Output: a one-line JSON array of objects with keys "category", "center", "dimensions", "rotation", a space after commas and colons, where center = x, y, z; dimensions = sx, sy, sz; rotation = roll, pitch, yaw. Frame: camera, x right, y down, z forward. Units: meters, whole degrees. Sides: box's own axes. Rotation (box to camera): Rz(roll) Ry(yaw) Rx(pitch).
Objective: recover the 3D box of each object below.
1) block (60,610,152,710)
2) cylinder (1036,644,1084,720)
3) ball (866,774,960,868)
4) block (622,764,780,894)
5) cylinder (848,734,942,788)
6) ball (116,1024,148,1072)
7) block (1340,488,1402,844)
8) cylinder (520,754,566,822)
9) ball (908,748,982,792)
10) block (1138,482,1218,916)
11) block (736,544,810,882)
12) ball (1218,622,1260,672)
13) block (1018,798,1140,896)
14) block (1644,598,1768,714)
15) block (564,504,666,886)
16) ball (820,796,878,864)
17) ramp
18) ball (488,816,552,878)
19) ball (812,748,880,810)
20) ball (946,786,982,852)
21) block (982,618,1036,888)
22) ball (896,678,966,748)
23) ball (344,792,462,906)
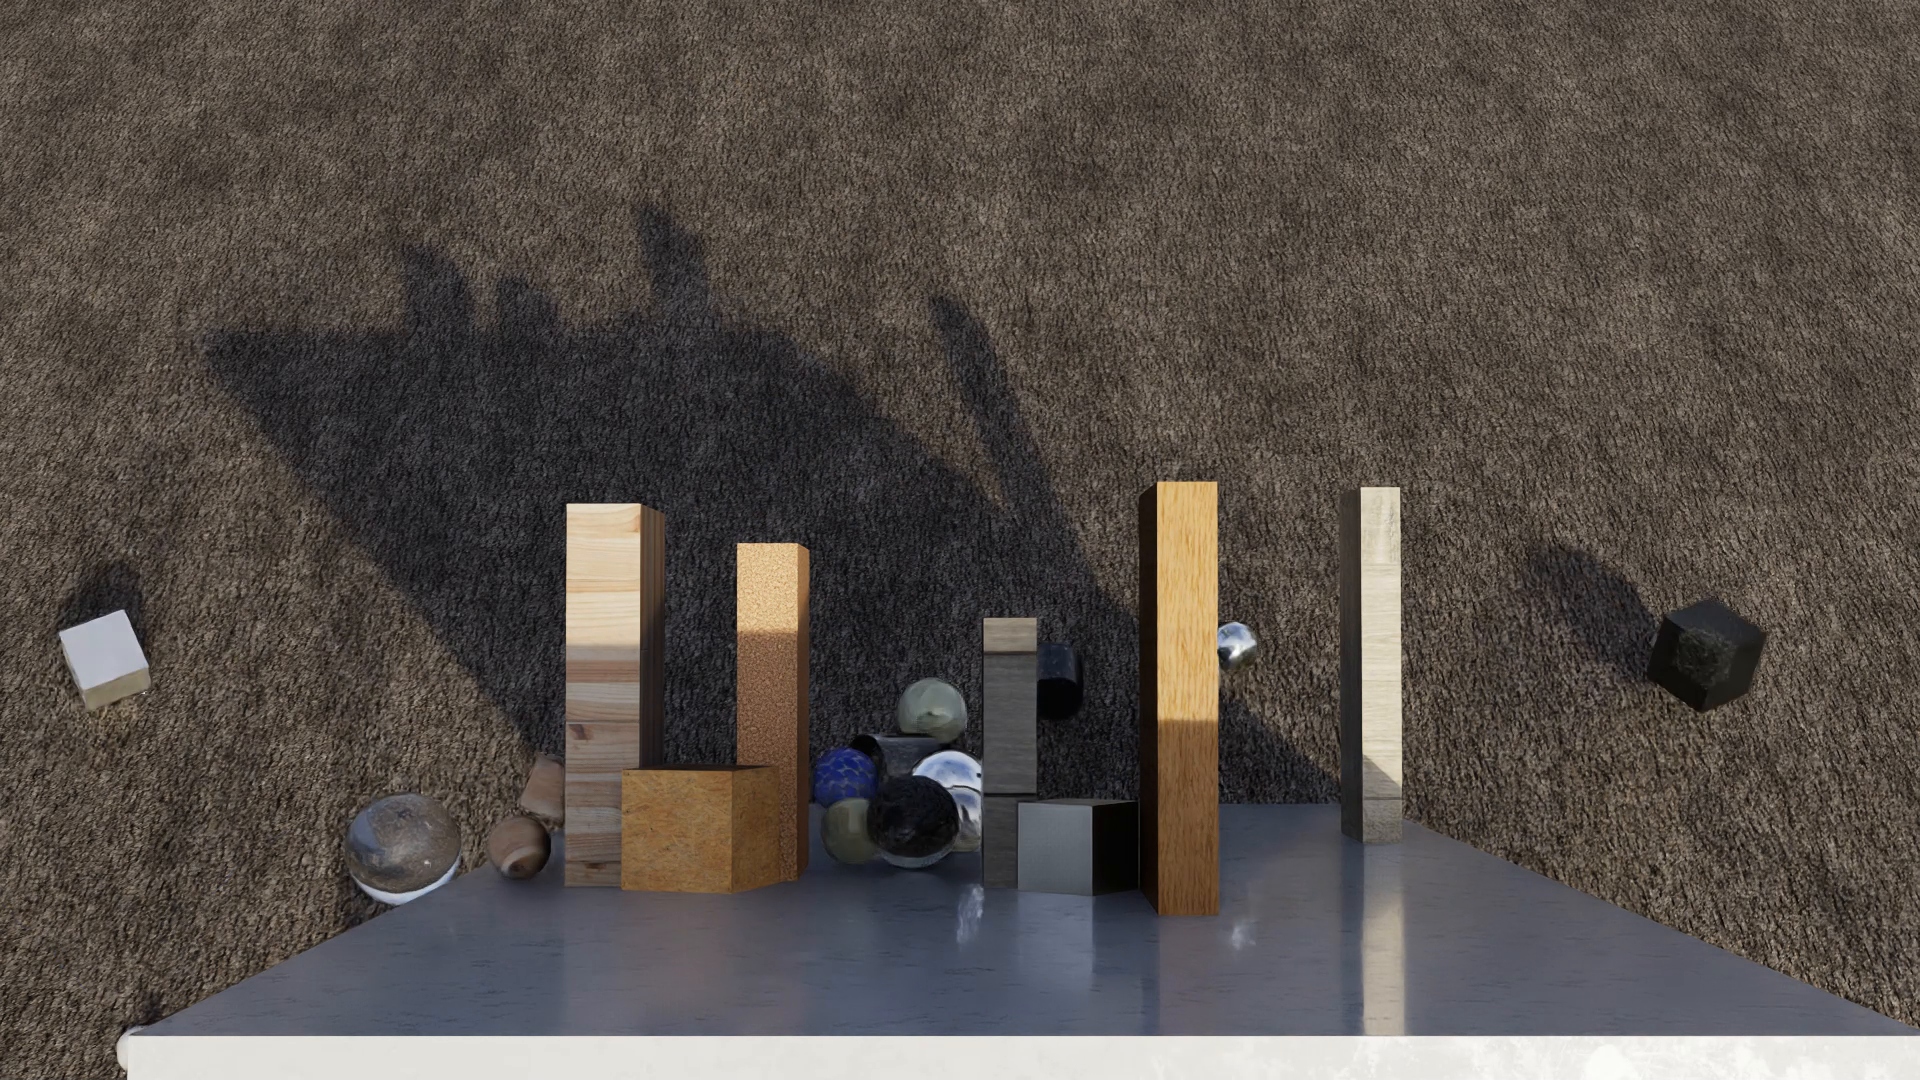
[{"category": "block", "center": [-2.378, 0.335, 7.235], "dimensions": [0.182, 0.182, 0.182], "rotation": [-22, 75, -22]}, {"category": "cylinder", "center": [0.266, 0.397, 7.276], "dimensions": [0.155, 0.155, 0.155], "rotation": [1, 34, 1]}, {"category": "ball", "center": [-0.090, 0.537, 4.956], "dimensions": [0.179, 0.179, 0.179], "rotation": [0, 36, 0]}, {"category": "block", "center": [-0.458, 0.509, 4.608], "dimensions": [0.210, 0.210, 0.210], "rotation": [-1, -2, 19]}, {"category": "cylinder", "center": [-0.169, 0.598, 6.743], "dimensions": [0.190, 0.190, 0.190], "rotation": [2, 29, -38]}, {"category": "ball", "center": [-1.947, 1.215, 6.191], "dimensions": [0.119, 0.119, 0.119], "rotation": [0, 36, 0]}, {"category": "block", "center": [0.902, 0.274, 5.723], "dimensions": [0.084, 0.762, 0.318], "rotation": [0, -2, 0]}, {"category": "cylinder", "center": [-0.896, 0.548, 5.733], "dimensions": [0.117, 0.117, 0.117], "rotation": [21, -1, 0]}, {"category": "ball", "center": [-0.022, 0.548, 5.560], "dimensions": [0.202, 0.202, 0.202], "rotation": [0, 36, 0]}, {"category": "block", "center": [0.363, 0.259, 4.349], "dimensions": [0.096, 0.689, 0.423], "rotation": [0, -2, 0]}, {"category": "block", "center": [-0.349, 0.318, 4.895], "dimensions": [0.109, 0.611, 0.372], "rotation": [0, -2, 0]}, {"category": "ball", "center": [0.781, 0.306, 7.426], "dimensions": [0.146, 0.146, 0.146], "rotation": [0, 36, 0]}, {"category": "block", "center": [0.208, 0.534, 4.535], "dimensions": [0.153, 0.153, 0.153], "rotation": [-1, -2, 36]}, {"category": "block", "center": [2.054, 0.317, 7.161], "dimensions": [0.201, 0.201, 0.201], "rotation": [-17, 41, -33]}, {"category": "block", "center": [-0.635, 0.282, 4.816], "dimensions": [0.131, 0.679, 0.391], "rotation": [0, -2, 0]}, {"category": "ball", "center": [-0.208, 0.565, 5.054], "dimensions": [0.131, 0.131, 0.131], "rotation": [0, 36, 0]}, {"category": "ramp", "center": [0.079, 0.673, 4.873], "dimensions": [2.000, 0.100, 4.000], "rotation": [0, -2, 0]}, {"category": "ball", "center": [-0.805, 0.562, 4.751], "dimensions": [0.114, 0.114, 0.114], "rotation": [0, 36, 0]}, {"category": "ball", "center": [-0.281, 0.597, 6.412], "dimensions": [0.167, 0.167, 0.167], "rotation": [0, 36, 0]}, {"category": "ball", "center": [0.001, 0.572, 5.331], "dimensions": [0.137, 0.137, 0.137], "rotation": [0, 36, 0]}, {"category": "block", "center": [0.088, 0.382, 4.768], "dimensions": [0.093, 0.475, 0.393], "rotation": [0, -2, 0]}, {"category": "ball", "center": [-0.078, 0.476, 7.149], "dimensions": [0.194, 0.194, 0.194], "rotation": [0, 36, 0]}, {"category": "ball", "center": [-1.011, 0.561, 4.725], "dimensions": [0.207, 0.207, 0.207], "rotation": [0, 36, 0]}]
